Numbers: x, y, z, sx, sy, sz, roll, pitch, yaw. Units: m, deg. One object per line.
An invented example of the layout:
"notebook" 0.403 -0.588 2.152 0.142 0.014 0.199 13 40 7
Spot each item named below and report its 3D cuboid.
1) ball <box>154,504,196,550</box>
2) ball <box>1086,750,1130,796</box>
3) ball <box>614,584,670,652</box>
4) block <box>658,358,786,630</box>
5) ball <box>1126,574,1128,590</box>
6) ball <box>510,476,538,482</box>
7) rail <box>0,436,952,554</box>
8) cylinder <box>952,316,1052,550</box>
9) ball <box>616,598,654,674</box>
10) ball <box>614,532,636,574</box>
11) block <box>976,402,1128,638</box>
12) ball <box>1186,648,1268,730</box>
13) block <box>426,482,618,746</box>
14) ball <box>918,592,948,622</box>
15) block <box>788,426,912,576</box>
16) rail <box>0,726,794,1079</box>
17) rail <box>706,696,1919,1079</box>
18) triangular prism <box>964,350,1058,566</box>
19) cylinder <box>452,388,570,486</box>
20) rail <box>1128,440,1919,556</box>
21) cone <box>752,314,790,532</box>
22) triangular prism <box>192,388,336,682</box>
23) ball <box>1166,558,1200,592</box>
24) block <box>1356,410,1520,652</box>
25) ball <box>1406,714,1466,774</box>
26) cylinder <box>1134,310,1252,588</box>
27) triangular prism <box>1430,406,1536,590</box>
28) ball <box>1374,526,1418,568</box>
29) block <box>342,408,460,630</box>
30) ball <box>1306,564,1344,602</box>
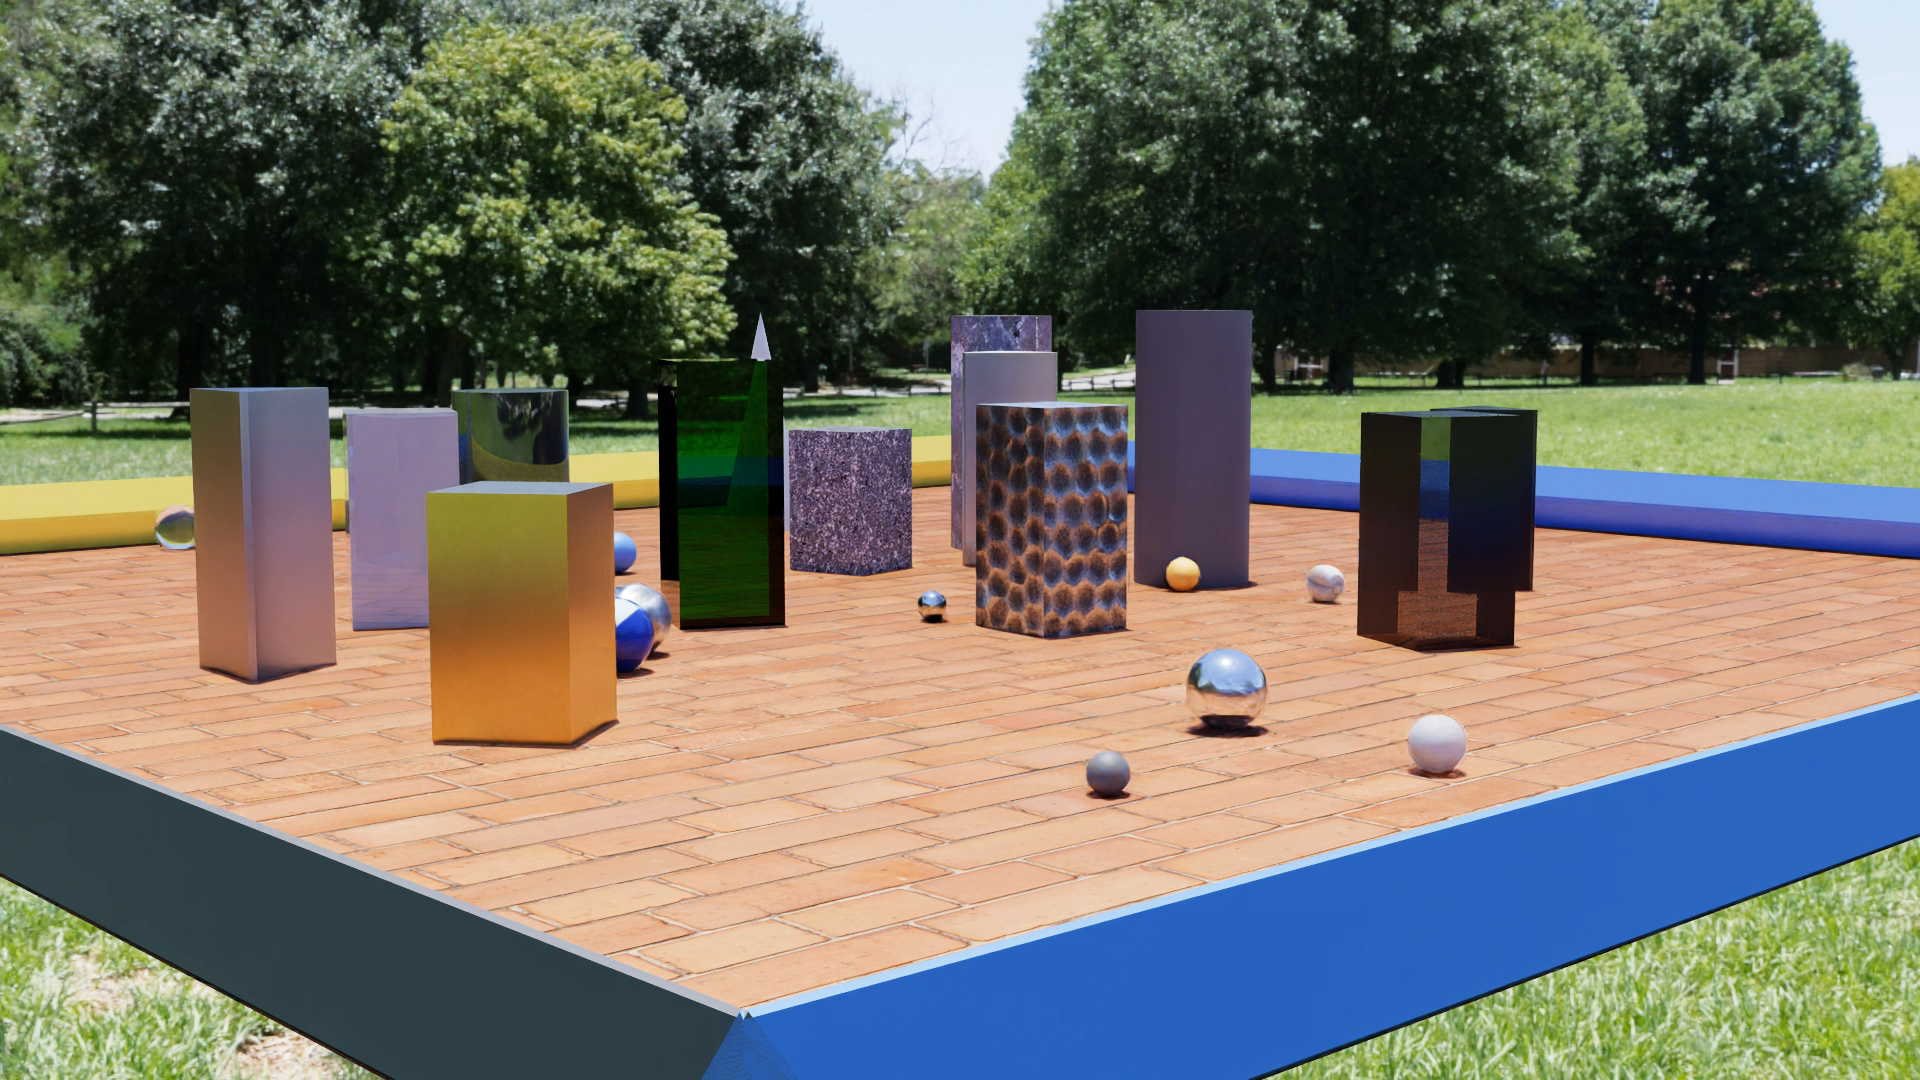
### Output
"ball" -1.436 -0.024 4.041 0.084 0.084 0.084 0 6 0
"ball" 0.135 0.213 2.010 0.041 0.041 0.041 0 6 0
"ball" -0.417 0.102 2.810 0.093 0.093 0.093 0 6 0
"block" -0.339 -0.070 3.115 0.149 0.370 0.149 -2 6 -18
"ball" 0.218 0.063 3.290 0.069 0.069 0.069 0 6 0
"ball" -0.912 -0.088 4.603 0.092 0.092 0.092 0 6 0
"rail" -1.101 -0.094 4.518 3.309 0.121 0.045 -6 8 -42
"cylinder" 0.076 -0.201 4.081 0.186 0.428 0.186 0 6 0
"ball" -0.419 0.116 2.681 0.092 0.092 0.092 0 6 0
"ball" -0.576 0.022 3.678 0.070 0.070 0.070 0 6 0
"block" 0.127 -0.033 3.052 0.149 0.310 0.149 -5 8 -37
"ball" 0.281 0.158 2.318 0.086 0.086 0.086 0 6 0
"block" -0.457 0.073 2.308 0.149 0.257 0.149 1 6 9
"ball" -0.039 0.094 3.125 0.042 0.042 0.042 0 6 0
"block" -0.186 -0.070 3.745 0.149 0.238 0.149 4 7 34
"rail" -1.198 0.148 2.233 0.045 0.121 3.293 -6 8 -42
"rail" 1.101 0.157 2.146 3.309 0.121 0.045 -6 8 -42
"triangular prism" 0.081 -0.146 3.847 0.161 0.366 0.140 0 6 -4
"cylinder" -0.730 -0.089 3.583 0.186 0.309 0.186 0 6 0
"rail" 1.198 -0.085 4.432 0.045 0.121 3.293 -6 8 -42
"cone" -0.400 -0.242 4.431 0.186 0.435 0.186 0 6 0
"triangular prism" -0.841 -0.014 2.709 0.140 0.345 0.161 -5 8 -40
"ball" 0.349 0.054 3.451 0.053 0.053 0.053 0 6 0
"block" 0.636 -0.016 2.930 0.149 0.303 0.149 -2 6 -20
"ball" 0.457 0.195 2.107 0.056 0.056 0.056 0 6 0
"cylinder" 0.376 -0.151 3.557 0.186 0.439 0.186 0 6 0
"triangular prism" 0.837 -0.071 3.535 0.161 0.284 0.140 1 6 13
"ball" 0.747 0.011 3.764 0.072 0.072 0.072 0 6 0
"block" -0.792 -0.034 3.120 0.149 0.298 0.149 -2 6 -18
"ball" 0.552 0.065 3.326 0.057 0.057 0.057 0 6 0
